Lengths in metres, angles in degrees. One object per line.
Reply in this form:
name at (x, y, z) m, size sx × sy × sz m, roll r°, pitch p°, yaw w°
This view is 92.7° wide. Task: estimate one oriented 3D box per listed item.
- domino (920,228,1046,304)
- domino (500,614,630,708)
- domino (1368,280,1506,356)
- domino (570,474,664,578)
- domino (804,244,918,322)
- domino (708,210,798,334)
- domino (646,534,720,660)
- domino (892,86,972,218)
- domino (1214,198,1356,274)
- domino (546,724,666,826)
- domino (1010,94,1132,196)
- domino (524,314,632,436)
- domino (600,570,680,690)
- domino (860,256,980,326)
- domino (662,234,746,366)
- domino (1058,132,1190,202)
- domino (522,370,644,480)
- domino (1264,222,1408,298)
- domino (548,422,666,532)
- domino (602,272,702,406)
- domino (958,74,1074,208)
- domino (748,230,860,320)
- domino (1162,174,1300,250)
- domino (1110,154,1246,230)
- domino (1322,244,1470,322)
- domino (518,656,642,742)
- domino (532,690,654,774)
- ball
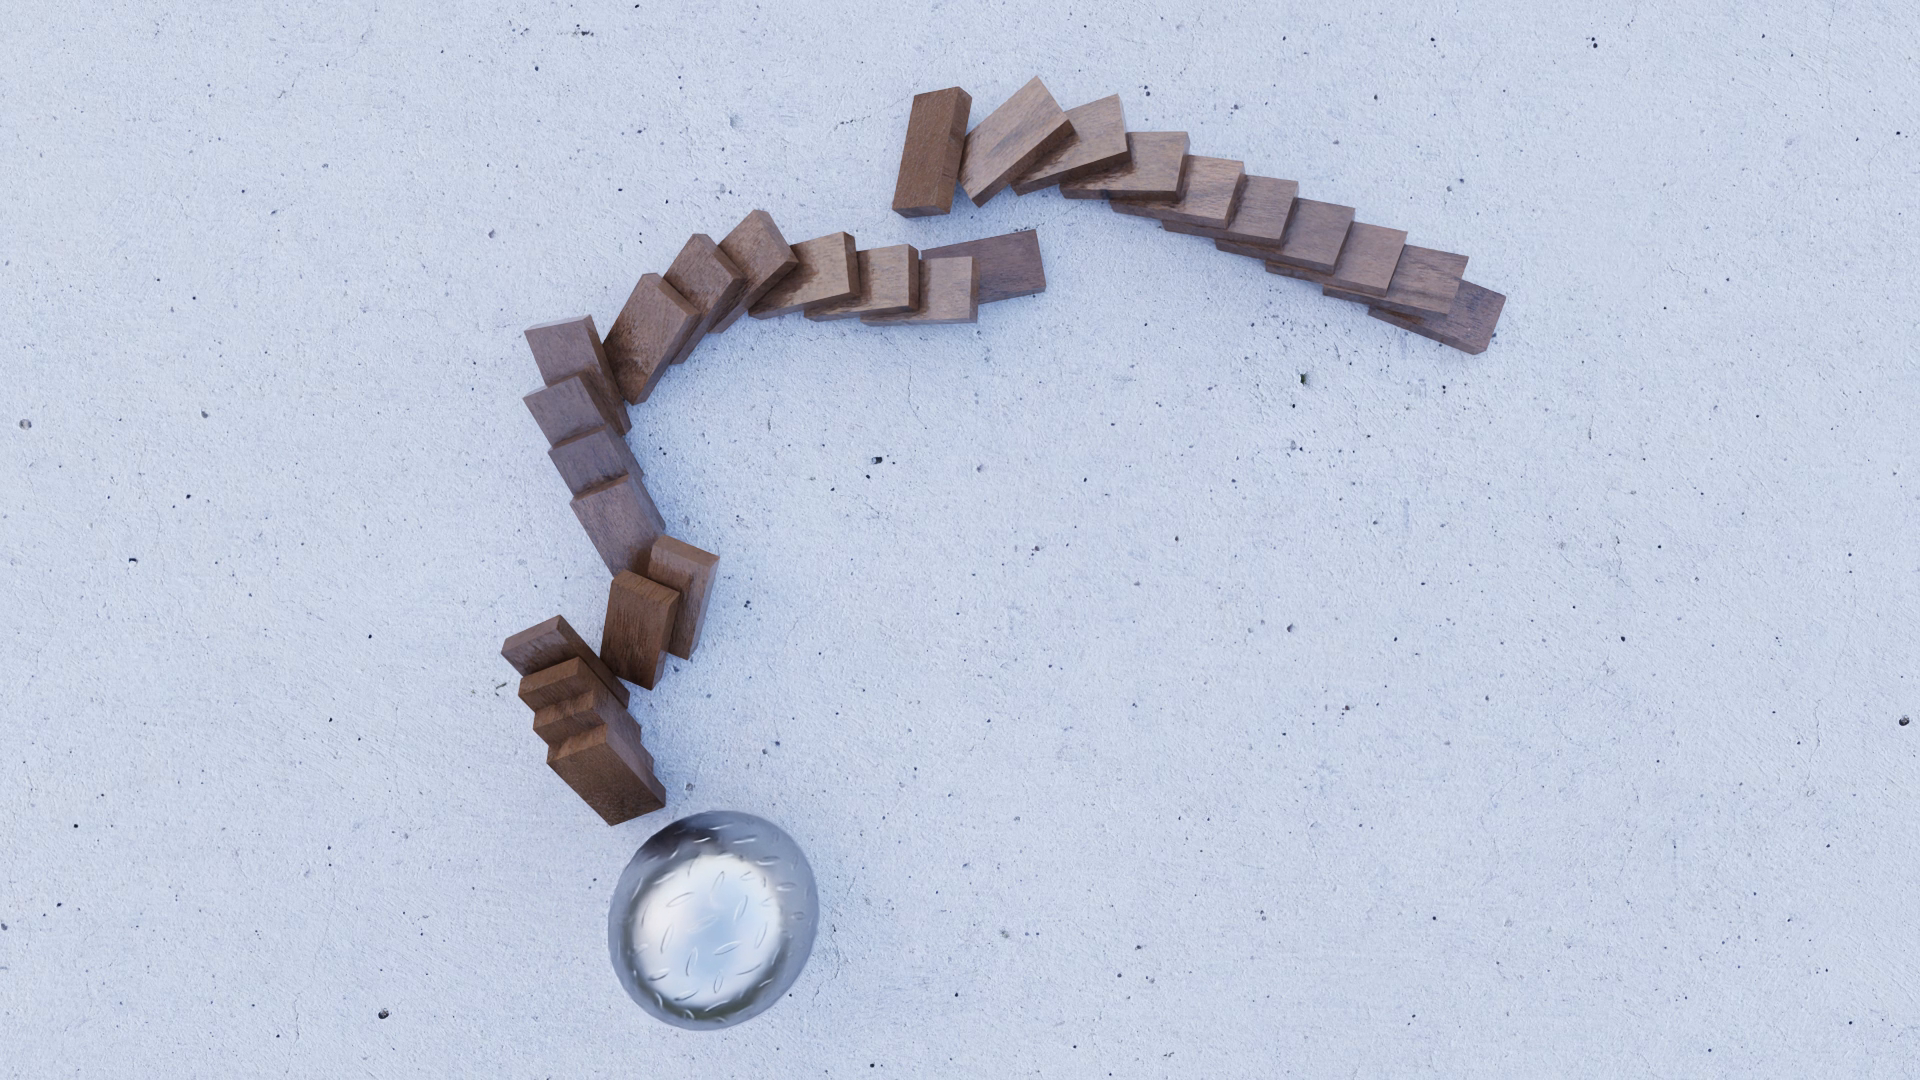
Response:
domino at (0.010, -0.116, 0.395) m, size 0.050 × 0.009 × 0.025 m, roll -11°, pitch 90°, yaw 0°
domino at (-0.163, 0.056, 0.381) m, size 0.025 × 0.009 × 0.050 m, roll -24°, pitch 125°, yaw 3°
domino at (0.205, -0.101, 0.395) m, size 0.050 × 0.009 × 0.025 m, roll 21°, pitch 90°, yaw 0°
domino at (-0.139, 0.000, 0.385) m, size 0.025 × 0.010 × 0.050 m, roll -21°, pitch 116°, yaw 0°
domino at (-0.042, -0.108, 0.386) m, size 0.050 × 0.010 × 0.025 m, roll 0°, pitch 90°, yaw 24°
domino at (-0.093, -0.112, 0.384) m, size 0.050 × 0.009 × 0.025 m, roll -33°, pitch 88°, yaw 27°
domino at (-0.119, 0.025, 0.384) m, size 0.025 × 0.010 × 0.050 m, roll 22°, pitch 119°, yaw 0°
domino at (-0.012, -0.164, 0.389) m, size 0.025 × 0.010 × 0.050 m, roll 11°, pitch 90°, yaw 38°
domino at (0.136, -0.131, 0.386) m, size 0.050 × 0.009 × 0.025 m, roll 21°, pitch 90°, yaw 24°
domino at (-0.145, 0.098, 0.380) m, size 0.025 × 0.009 × 0.050 m, roll -20°, pitch 131°, yaw 0°
domino at (0.045, -0.166, 0.385) m, size 0.050 × 0.010 × 0.025 m, roll -10°, pitch 84°, yaw 21°
domino at (-0.159, -0.067, 0.383) m, size 0.025 × 0.009 × 0.050 m, roll -9°, pitch 117°, yaw 4°
domino at (-0.134, 0.038, 0.382) m, size 0.025 × 0.009 × 0.050 m, roll 23°, pitch 123°, yaw 0°
domino at (-0.017, -0.104, 0.386) m, size 0.050 × 0.010 × 0.025 m, roll 3°, pitch 91°, yaw 22°
domino at (-0.114, -0.100, 0.384) m, size 0.025 × 0.010 × 0.050 m, roll 48°, pitch 116°, yaw 2°
domino at (0.069, -0.157, 0.385) m, size 0.050 × 0.009 × 0.025 m, roll 11°, pitch 88°, yaw 23°
domino at (-0.157, -0.043, 0.384) m, size 0.025 × 0.009 × 0.050 m, roll -21°, pitch 116°, yaw 4°
domino at (0.158, -0.121, 0.386) m, size 0.050 × 0.010 × 0.025 m, roll 21°, pitch 90°, yaw 22°
domino at (-0.147, -0.021, 0.384) m, size 0.025 × 0.010 × 0.050 m, roll -21°, pitch 116°, yaw 1°
domino at (-0.133, -0.084, 0.385) m, size 0.025 × 0.010 × 0.050 m, roll 42°, pitch 116°, yaw 0°
domino at (0.020, -0.167, 0.385) m, size 0.050 × 0.010 × 0.025 m, roll -35°, pitch 75°, yaw 17°
domino at (-0.067, -0.111, 0.386) m, size 0.050 × 0.010 × 0.025 m, roll -6°, pitch 90°, yaw 24°
domino at (0.113, -0.140, 0.386) m, size 0.050 × 0.010 × 0.025 m, roll 18°, pitch 90°, yaw 24°
domino at (0.091, -0.148, 0.386) m, size 0.050 × 0.009 × 0.025 m, roll 18°, pitch 90°, yaw 24°
domino at (0.182, -0.111, 0.385) m, size 0.050 × 0.010 × 0.025 m, roll 21°, pitch 90°, yaw 22°
domino at (-0.156, 0.071, 0.380) m, size 0.025 × 0.009 × 0.050 m, roll -20°, pitch 131°, yaw 0°
domino at (-0.151, 0.085, 0.380) m, size 0.025 × 0.010 × 0.050 m, roll -20°, pitch 131°, yaw 0°
ball at (-0.096, 0.148, 0.360) m, size 0.080 × 0.080 × 0.080 m, roll 0°, pitch 90°, yaw 0°
